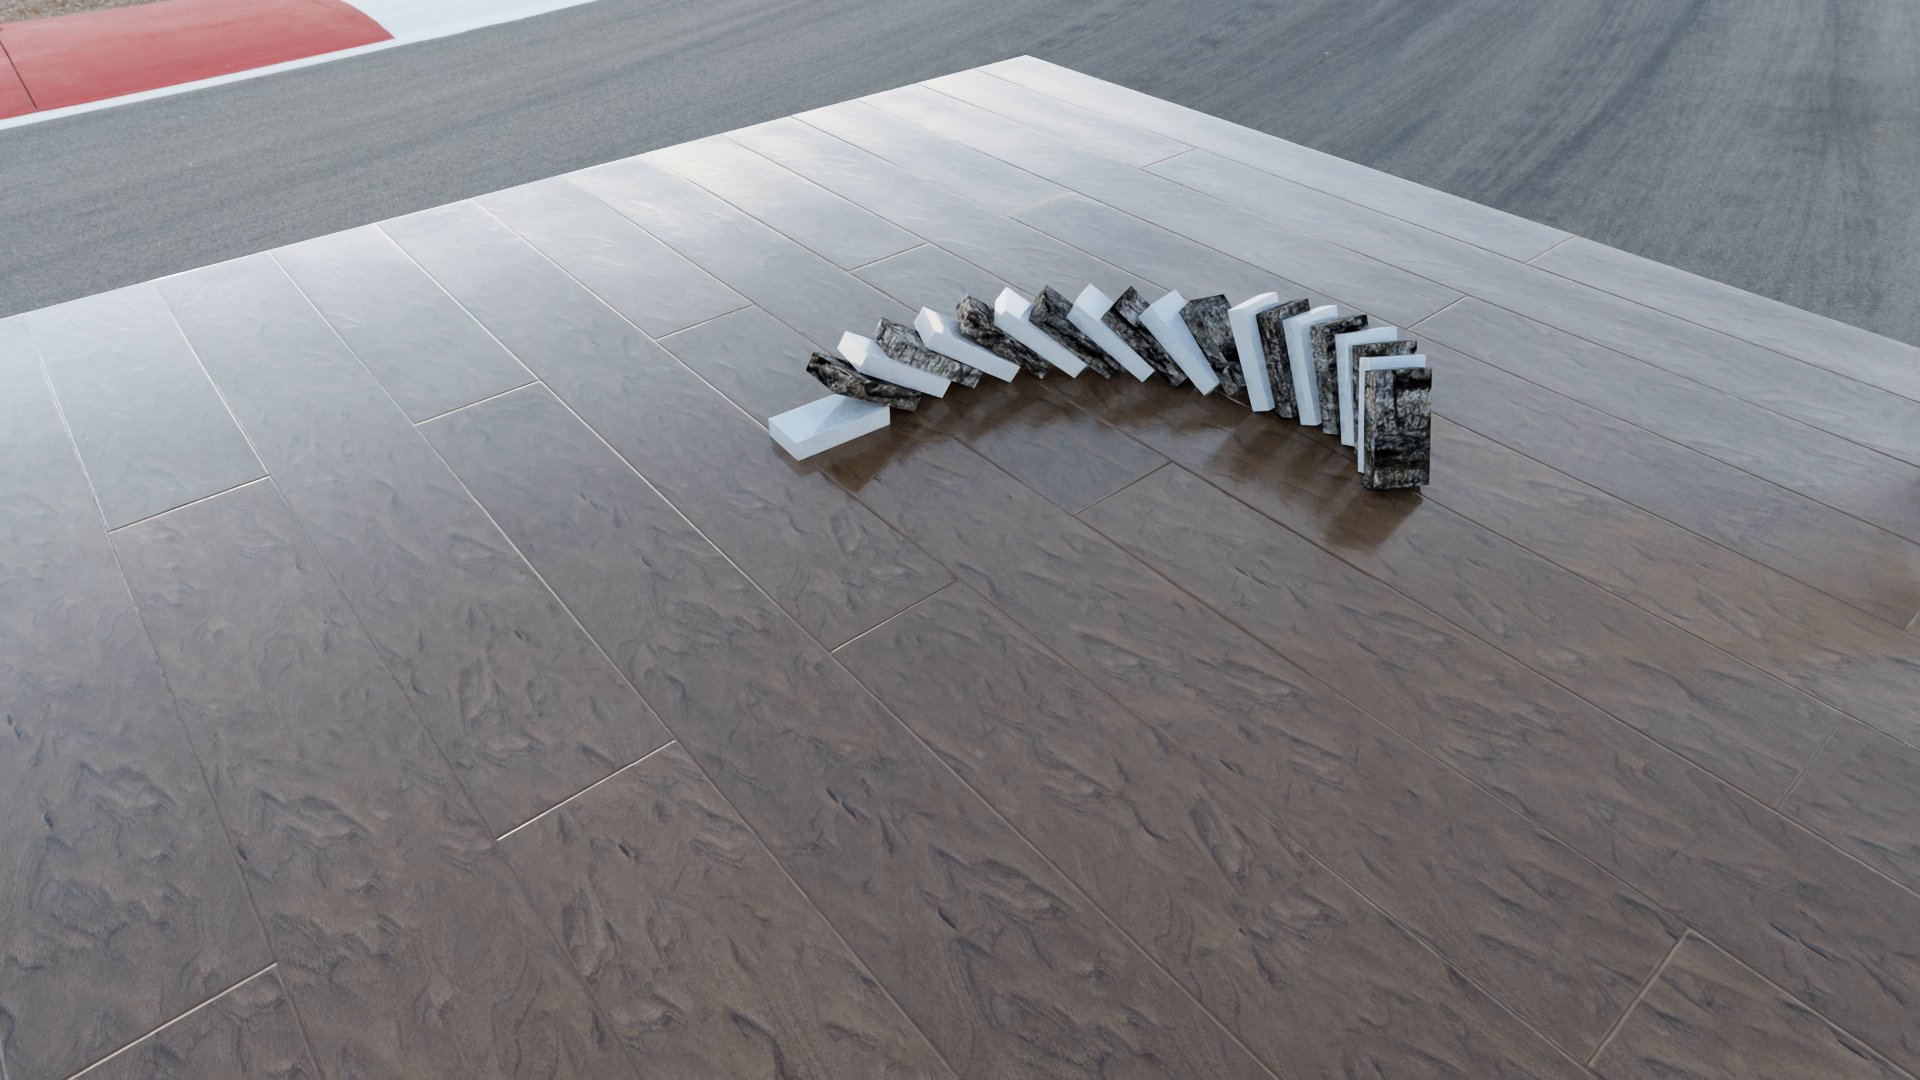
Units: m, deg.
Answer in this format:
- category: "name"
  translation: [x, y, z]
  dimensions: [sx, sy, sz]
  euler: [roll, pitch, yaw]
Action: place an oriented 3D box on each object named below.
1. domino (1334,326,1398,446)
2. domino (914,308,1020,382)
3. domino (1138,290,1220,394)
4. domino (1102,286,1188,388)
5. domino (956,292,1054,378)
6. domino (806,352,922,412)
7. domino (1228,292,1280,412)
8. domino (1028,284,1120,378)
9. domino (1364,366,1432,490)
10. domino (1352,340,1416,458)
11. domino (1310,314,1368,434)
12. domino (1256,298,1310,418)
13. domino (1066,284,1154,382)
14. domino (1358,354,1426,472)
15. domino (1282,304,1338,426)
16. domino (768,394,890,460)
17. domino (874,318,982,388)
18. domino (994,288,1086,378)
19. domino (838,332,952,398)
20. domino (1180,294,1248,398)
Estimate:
- category: "domino"
  translation: [0.185, -0.070, 0.498]
  dimensions: [0.025, 0.050, 0.010]
  euler: [-11, 12, -13]
- category: "domino"
  translation: [0.004, -0.096, 0.541]
  dimensions: [0.050, 0.010, 0.025]
  euler: [18, 31, -29]
- category: "domino"
  translation: [0.113, -0.097, 0.541]
  dimensions: [0.050, 0.010, 0.025]
  euler: [51, 50, 3]
- category: "domino"
  translation: [0.095, -0.101, 0.545]
  dimensions: [0.050, 0.009, 0.025]
  euler: [43, 46, -4]
- category: "domino"
  translation: [0.022, -0.101, 0.546]
  dimensions: [0.050, 0.010, 0.025]
  euler: [26, 31, -25]
- category: "domino"
  translation: [-0.044, -0.073, 0.513]
  dimensions: [0.050, 0.009, 0.025]
  euler: [6, 26, -48]
- category: "domino"
  translation: [0.144, -0.089, 0.521]
  dimensions: [0.025, 0.050, 0.010]
  euler: [-29, 19, -31]
- category: "domino"
  translation: [0.059, -0.104, 0.549]
  dimensions: [0.050, 0.010, 0.025]
  euler: [34, 38, -14]
- category: "domino"
  translation: [0.187, -0.048, 0.471]
  dimensions: [0.025, 0.050, 0.009]
  euler: [-5, 11, -6]
- category: "domino"
  translation: [0.189, -0.062, 0.489]
  dimensions: [0.025, 0.050, 0.009]
  euler: [-7, 11, -8]
- category: "domino"
  translation: [0.177, -0.076, 0.506]
  dimensions: [0.025, 0.050, 0.010]
  euler: [-17, 14, -20]
- category: "domino"
  translation: [0.156, -0.085, 0.517]
  dimensions: [0.025, 0.050, 0.010]
  euler: [-24, 16, -26]
- category: "domino"
  translation: [0.078, -0.104, 0.549]
  dimensions: [0.050, 0.010, 0.025]
  euler: [38, 43, -8]
- category: "domino"
  translation: [0.188, -0.055, 0.480]
  dimensions: [0.025, 0.050, 0.010]
  euler: [-4, 11, -6]
- category: "domino"
  translation: [0.167, -0.081, 0.512]
  dimensions: [0.025, 0.050, 0.010]
  euler: [-22, 16, -25]
- category: "domino"
  translation: [-0.060, -0.055, 0.511]
  dimensions: [0.050, 0.010, 0.025]
  euler: [-26, 46, -28]
- category: "domino"
  translation: [-0.015, -0.091, 0.534]
  dimensions: [0.050, 0.009, 0.025]
  euler: [15, 27, -34]
- category: "domino"
  translation: [0.040, -0.103, 0.548]
  dimensions: [0.050, 0.009, 0.025]
  euler: [30, 35, -19]
- category: "domino"
  translation: [-0.031, -0.084, 0.526]
  dimensions: [0.050, 0.010, 0.025]
  euler: [12, 27, -40]
- category: "domino"
  translation: [0.130, -0.095, 0.537]
  dimensions: [0.025, 0.009, 0.050]
  euler: [-17, 74, -35]
